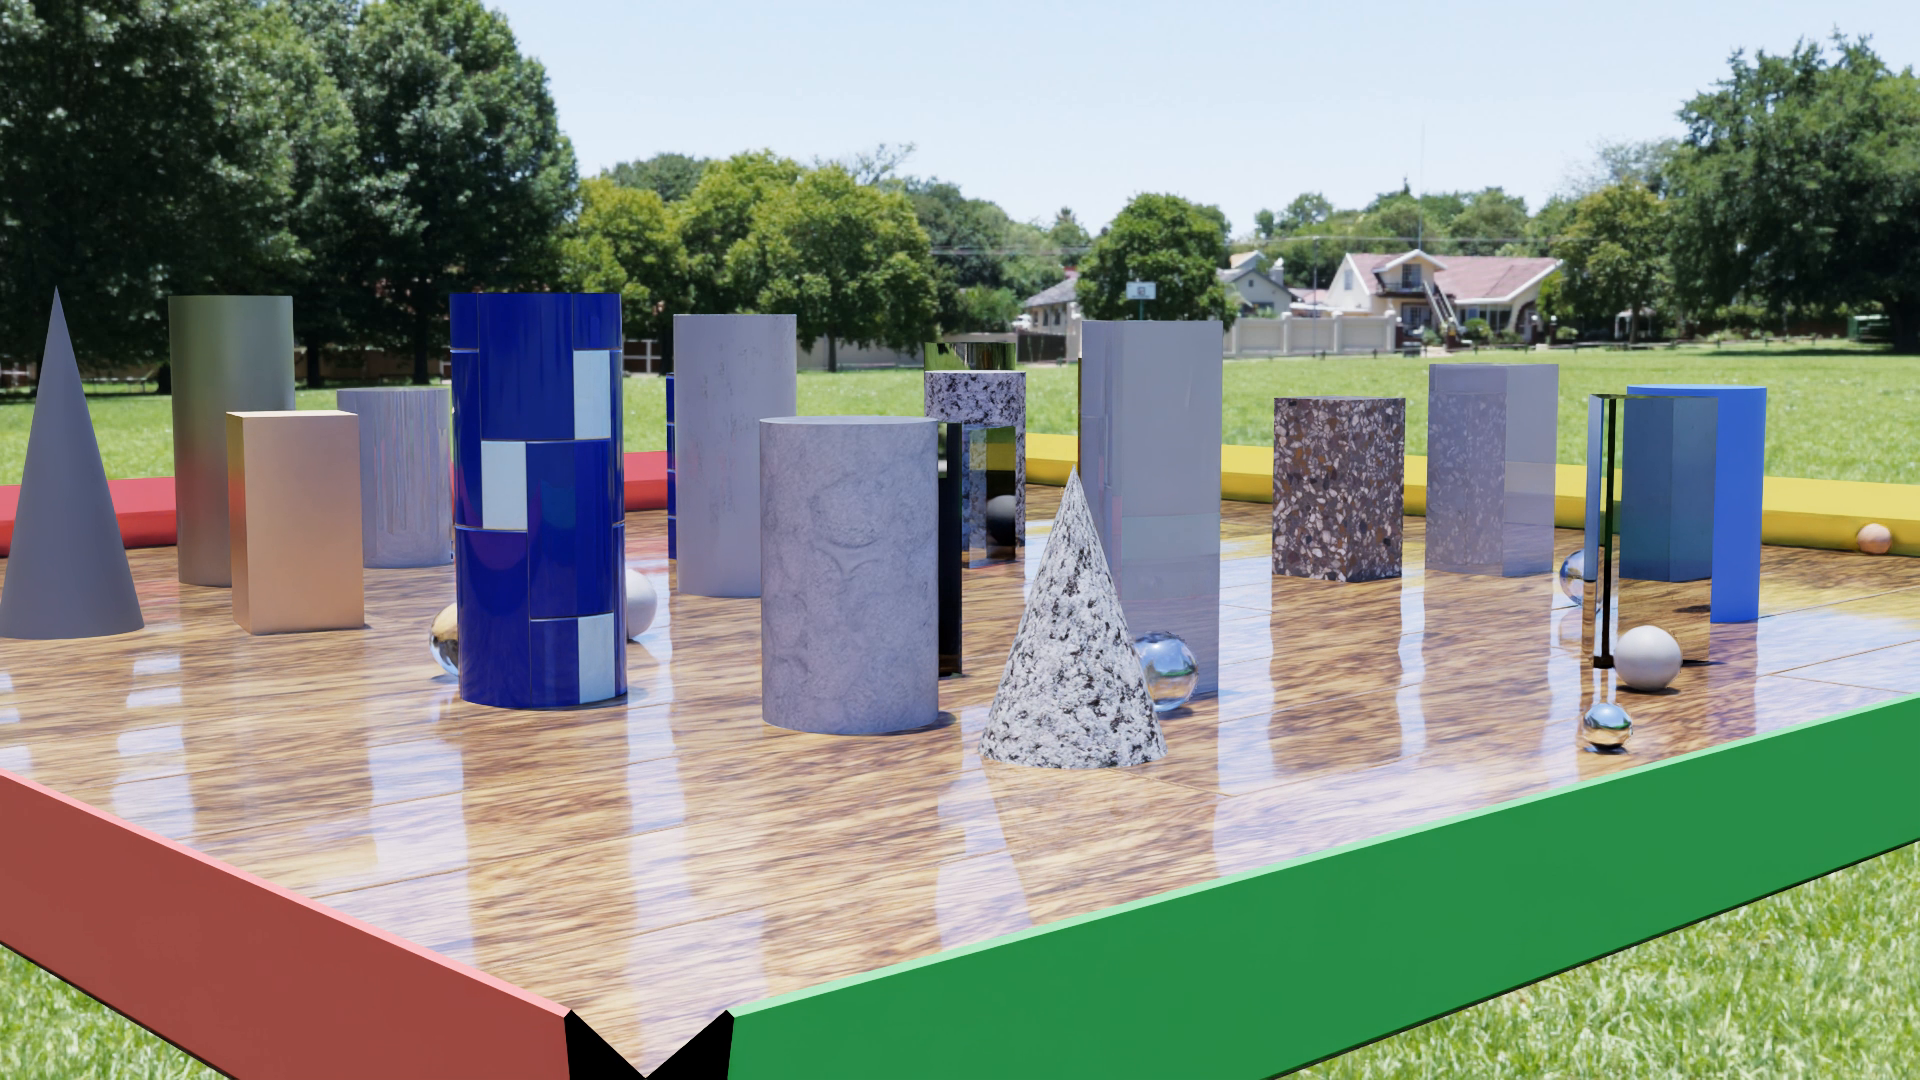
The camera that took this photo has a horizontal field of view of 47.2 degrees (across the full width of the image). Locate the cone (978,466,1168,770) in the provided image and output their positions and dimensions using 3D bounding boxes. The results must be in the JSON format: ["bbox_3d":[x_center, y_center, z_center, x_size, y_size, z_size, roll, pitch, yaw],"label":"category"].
[{"bbox_3d":[0.114,0.067,2.217,0.193,0.292,0.193,0,6,0],"label":"cone"}]

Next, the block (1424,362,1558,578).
[{"bbox_3d":[0.907,-0.124,3.754,0.155,0.352,0.155,-6,8,-43],"label":"block"}]

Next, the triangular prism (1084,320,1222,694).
[{"bbox_3d":[0.193,-0.039,2.563,0.167,0.431,0.145,-5,8,-40],"label":"triangular prism"}]

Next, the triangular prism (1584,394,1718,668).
[{"bbox_3d":[0.847,-0.017,2.811,0.167,0.335,0.145,-2,6,-19],"label":"triangular prism"}]

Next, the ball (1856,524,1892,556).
[{"bbox_3d":[1.653,0.000,3.975,0.059,0.059,0.059,0,6,0],"label":"ball"}]

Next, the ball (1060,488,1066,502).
[{"bbox_3d":[0.254,-0.084,4.678,0.079,0.079,0.079,0,6,0],"label":"ball"}]

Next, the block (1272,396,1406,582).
[{"bbox_3d":[0.635,-0.090,3.691,0.155,0.297,0.155,-6,8,-43],"label":"block"}]

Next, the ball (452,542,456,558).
[{"bbox_3d":[-0.876,0.017,3.886,0.043,0.043,0.043,0,6,0],"label":"ball"}]

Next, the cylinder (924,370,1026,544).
[{"bbox_3d":[0.029,-0.158,4.201,0.193,0.326,0.193,0,6,0],"label":"cylinder"}]

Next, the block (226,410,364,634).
[{"bbox_3d":[-0.940,-0.029,3.106,0.155,0.298,0.155,-3,7,-26],"label":"block"}]

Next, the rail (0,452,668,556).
[{"bbox_3d":[-1.102,-0.092,4.520,3.436,0.126,0.045,-6,8,-42],"label":"rail"}]

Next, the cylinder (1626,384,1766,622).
[{"bbox_3d":[1.071,-0.058,3.214,0.193,0.332,0.193,0,6,0],"label":"cylinder"}]

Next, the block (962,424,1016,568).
[{"bbox_3d":[-0.008,-0.080,3.876,0.155,0.239,0.155,4,7,32],"label":"block"}]

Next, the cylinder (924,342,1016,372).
[{"bbox_3d":[0.021,-0.225,4.600,0.193,0.375,0.193,0,6,0],"label":"cylinder"}]

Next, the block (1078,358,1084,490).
[{"bbox_3d":[0.329,-0.169,4.179,0.155,0.352,0.155,-3,7,-26],"label":"block"}]

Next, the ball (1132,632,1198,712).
[{"bbox_3d":[0.219,0.147,2.435,0.088,0.088,0.088,0,6,0],"label":"ball"}]

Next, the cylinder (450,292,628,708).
[{"bbox_3d":[-0.485,-0.052,2.537,0.193,0.462,0.193,0,6,0],"label":"cylinder"}]

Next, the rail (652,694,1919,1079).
[{"bbox_3d":[1.102,0.157,2.144,3.436,0.126,0.045,-6,8,-42],"label":"rail"}]

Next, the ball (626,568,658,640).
[{"bbox_3d":[-0.457,0.086,2.971,0.097,0.097,0.097,0,6,0],"label":"ball"}]

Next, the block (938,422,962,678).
[{"bbox_3d":[-0.106,0.010,2.689,0.155,0.308,0.155,-4,7,-37],"label":"block"}]

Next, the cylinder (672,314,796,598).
[{"bbox_3d":[-0.354,-0.138,3.484,0.193,0.436,0.193,0,6,0],"label":"cylinder"}]

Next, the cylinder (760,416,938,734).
[{"bbox_3d":[-0.120,0.032,2.393,0.193,0.326,0.193,0,6,0],"label":"cylinder"}]

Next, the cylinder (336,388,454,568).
[{"bbox_3d":[-0.994,-0.113,3.874,0.193,0.304,0.193,0,6,0],"label":"cylinder"}]

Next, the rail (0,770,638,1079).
[{"bbox_3d":[-1.245,0.153,2.189,0.045,0.126,3.298,-6,8,-42],"label":"rail"}]

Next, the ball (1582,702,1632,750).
[{"bbox_3d":[0.654,0.189,2.224,0.048,0.048,0.048,0,6,0],"label":"ball"}]

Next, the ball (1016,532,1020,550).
[{"bbox_3d":[0.083,0.003,3.979,0.052,0.052,0.052,0,6,0],"label":"ball"}]

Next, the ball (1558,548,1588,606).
[{"bbox_3d":[0.945,0.056,3.302,0.088,0.088,0.088,0,6,0],"label":"ball"}]

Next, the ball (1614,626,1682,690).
[{"bbox_3d":[0.805,0.138,2.575,0.076,0.076,0.076,0,6,0],"label":"ball"}]

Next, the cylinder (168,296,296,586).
[{"bbox_3d":[-1.193,-0.167,3.620,0.193,0.466,0.193,0,6,0],"label":"cylinder"}]

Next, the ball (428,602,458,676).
[{"bbox_3d":[-0.595,0.119,2.665,0.095,0.095,0.095,0,6,0],"label":"ball"}]

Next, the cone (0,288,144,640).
[{"bbox_3d":[-1.240,-0.113,3.042,0.193,0.478,0.193,0,6,0],"label":"cone"}]

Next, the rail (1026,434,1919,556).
[{"bbox_3d":[1.245,-0.087,4.475,0.045,0.126,3.298,-6,8,-42],"label":"rail"}]

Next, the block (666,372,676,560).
[{"bbox_3d":[-0.415,-0.130,3.909,0.155,0.331,0.155,-4,7,-36],"label":"block"}]
